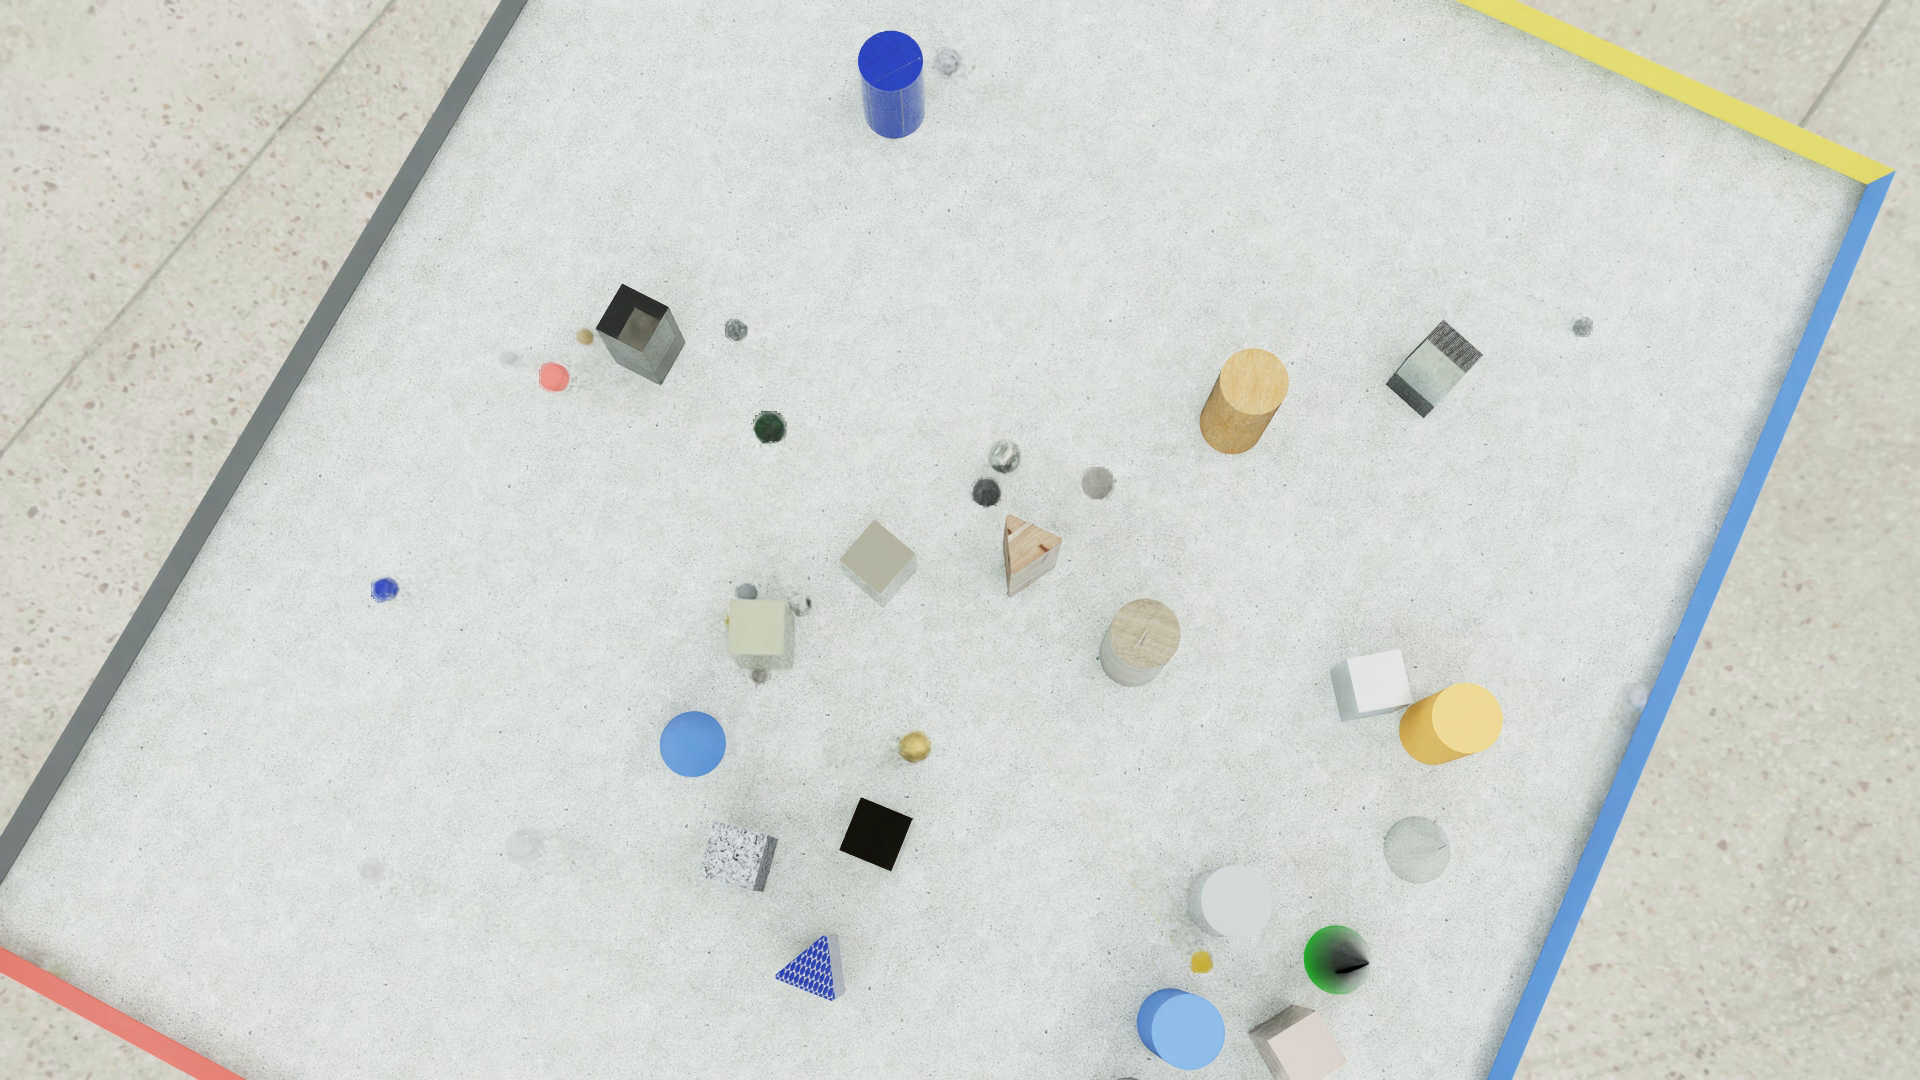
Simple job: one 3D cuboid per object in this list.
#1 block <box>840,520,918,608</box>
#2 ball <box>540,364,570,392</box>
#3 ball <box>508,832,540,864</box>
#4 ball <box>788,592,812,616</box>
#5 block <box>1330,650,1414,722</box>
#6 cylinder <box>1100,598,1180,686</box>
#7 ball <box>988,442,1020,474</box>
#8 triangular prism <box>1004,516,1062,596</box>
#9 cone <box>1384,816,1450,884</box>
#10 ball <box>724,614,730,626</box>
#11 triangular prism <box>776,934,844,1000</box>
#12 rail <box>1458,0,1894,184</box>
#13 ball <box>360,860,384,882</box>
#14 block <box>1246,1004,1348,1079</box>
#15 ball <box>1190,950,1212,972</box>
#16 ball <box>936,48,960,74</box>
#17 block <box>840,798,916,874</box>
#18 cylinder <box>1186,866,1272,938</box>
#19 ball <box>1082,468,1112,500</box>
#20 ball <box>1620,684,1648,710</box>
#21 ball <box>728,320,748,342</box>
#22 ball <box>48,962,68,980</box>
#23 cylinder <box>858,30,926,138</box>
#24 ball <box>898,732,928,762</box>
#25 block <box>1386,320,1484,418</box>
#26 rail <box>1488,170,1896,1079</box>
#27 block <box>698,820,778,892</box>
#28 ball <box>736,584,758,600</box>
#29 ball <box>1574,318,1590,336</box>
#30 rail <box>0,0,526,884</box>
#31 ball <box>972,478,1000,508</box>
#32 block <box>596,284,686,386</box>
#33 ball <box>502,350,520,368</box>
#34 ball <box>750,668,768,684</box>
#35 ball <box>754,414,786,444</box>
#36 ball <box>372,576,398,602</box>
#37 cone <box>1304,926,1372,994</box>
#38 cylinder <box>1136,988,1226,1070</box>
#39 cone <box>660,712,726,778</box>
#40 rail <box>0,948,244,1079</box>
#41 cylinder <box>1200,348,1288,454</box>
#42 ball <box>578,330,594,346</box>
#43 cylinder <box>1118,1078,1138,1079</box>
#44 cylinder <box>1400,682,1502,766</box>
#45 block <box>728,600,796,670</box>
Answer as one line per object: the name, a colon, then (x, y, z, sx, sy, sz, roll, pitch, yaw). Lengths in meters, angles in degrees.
block: (-0.242, 0.073, 5.477, 0.159, 0.243, 0.159, 40, 81, 8)
ball: (-1.254, -0.502, 5.675, 0.089, 0.089, 0.089, 0, 78, 0)
ball: (-1.281, 0.903, 5.381, 0.095, 0.095, 0.095, 0, 78, 0)
ball: (-0.484, 0.193, 5.542, 0.068, 0.068, 0.068, 0, 78, 0)
block: (1.208, 0.431, 5.398, 0.159, 0.253, 0.159, -10, 78, -2)
cylinder: (0.520, 0.304, 5.342, 0.198, 0.415, 0.198, 0, 78, 0)
ball: (0.134, -0.253, 5.618, 0.099, 0.099, 0.099, 0, 78, 0)
triangular prism: (0.178, 0.027, 5.410, 0.172, 0.393, 0.149, -34, 80, -7)
cone: (1.353, 0.882, 5.259, 0.198, 0.343, 0.198, 0, 78, 0)
ball: (-0.686, 0.243, 5.541, 0.050, 0.050, 0.050, 0, 78, 0)
triangular prism: (-0.391, 1.181, 5.146, 0.172, 0.442, 0.149, 21, 79, 4)
rail: (1.044, -2.038, 5.972, 4.184, 0.129, 0.045, 26, 80, 5)
ball: (-1.729, 0.973, 5.381, 0.066, 0.066, 0.066, 0, 78, 0)
block: (0.941, 1.421, 5.135, 0.159, 0.367, 0.159, -30, 80, -6)
ball: (0.702, 1.225, 5.332, 0.061, 0.061, 0.061, 0, 78, 0)
ball: (-0.038, -1.538, 5.893, 0.083, 0.083, 0.083, 0, 78, 0)
block: (-0.235, 0.855, 5.285, 0.159, 0.304, 0.159, 22, 79, 4)
cylinder: (0.767, 1.034, 5.237, 0.198, 0.323, 0.198, 0, 78, 0)
ball: (0.420, -0.171, 5.604, 0.094, 0.094, 0.094, 0, 78, 0)
ball: (2.017, 0.471, 5.479, 0.078, 0.078, 0.078, 0, 78, 0)
ball: (-0.694, -0.653, 5.719, 0.065, 0.065, 0.065, 0, 78, 0)
ball: (-2.623, 1.255, 5.330, 0.052, 0.052, 0.052, 0, 78, 0)
cylinder: (-0.211, -1.420, 5.733, 0.198, 0.347, 0.198, 0, 78, 0)
ball: (-0.138, 0.616, 5.443, 0.091, 0.091, 0.091, 0, 78, 0)
block: (1.440, -0.517, 5.574, 0.159, 0.293, 0.159, 44, 82, 8)
rail: (1.850, 0.913, 5.361, 0.045, 0.129, 4.717, 26, 80, 5)
block: (-0.636, 0.913, 5.278, 0.159, 0.293, 0.159, 14, 79, 3)
ball: (-0.646, 0.162, 5.551, 0.063, 0.063, 0.063, 0, 78, 0)
ball: (1.945, -0.665, 5.728, 0.051, 0.051, 0.051, 0, 78, 0)
rail: (-1.850, -0.899, 5.736, 0.045, 0.129, 4.717, 26, 80, 5)
ball: (0.081, -0.144, 5.601, 0.088, 0.088, 0.088, 0, 78, 0)
block: (-0.967, -0.620, 5.570, 0.159, 0.343, 0.159, 27, 80, 5)
ball: (-1.396, -0.563, 5.704, 0.056, 0.056, 0.056, 0, 78, 0)
ball: (-0.603, 0.410, 5.506, 0.051, 0.051, 0.051, 0, 78, 0)
ball: (-0.585, -0.342, 5.638, 0.096, 0.096, 0.096, 0, 78, 0)
ball: (-1.739, 0.149, 5.547, 0.076, 0.076, 0.076, 0, 78, 0)
cone: (1.105, 1.185, 5.151, 0.198, 0.431, 0.198, 0, 78, 0)
cylinder: (0.613, 1.362, 5.122, 0.198, 0.416, 0.198, 0, 78, 0)
cone: (-0.800, 0.567, 5.273, 0.198, 0.443, 0.198, 0, 78, 0)
rail: (-1.044, 2.052, 5.125, 4.184, 0.129, 0.045, 26, 80, 5)
cylinder: (0.843, -0.408, 5.469, 0.198, 0.454, 0.198, 0, 78, 0)
ball: (-1.169, -0.632, 5.721, 0.051, 0.051, 0.051, 0, 78, 0)
cylinder: (0.484, 1.604, 5.057, 0.198, 0.446, 0.198, 0, 78, 0)
cylinder: (1.416, 0.536, 5.306, 0.198, 0.390, 0.198, 0, 78, 0)
block: (-0.582, 0.281, 5.397, 0.159, 0.316, 0.159, 1, 78, 0)
